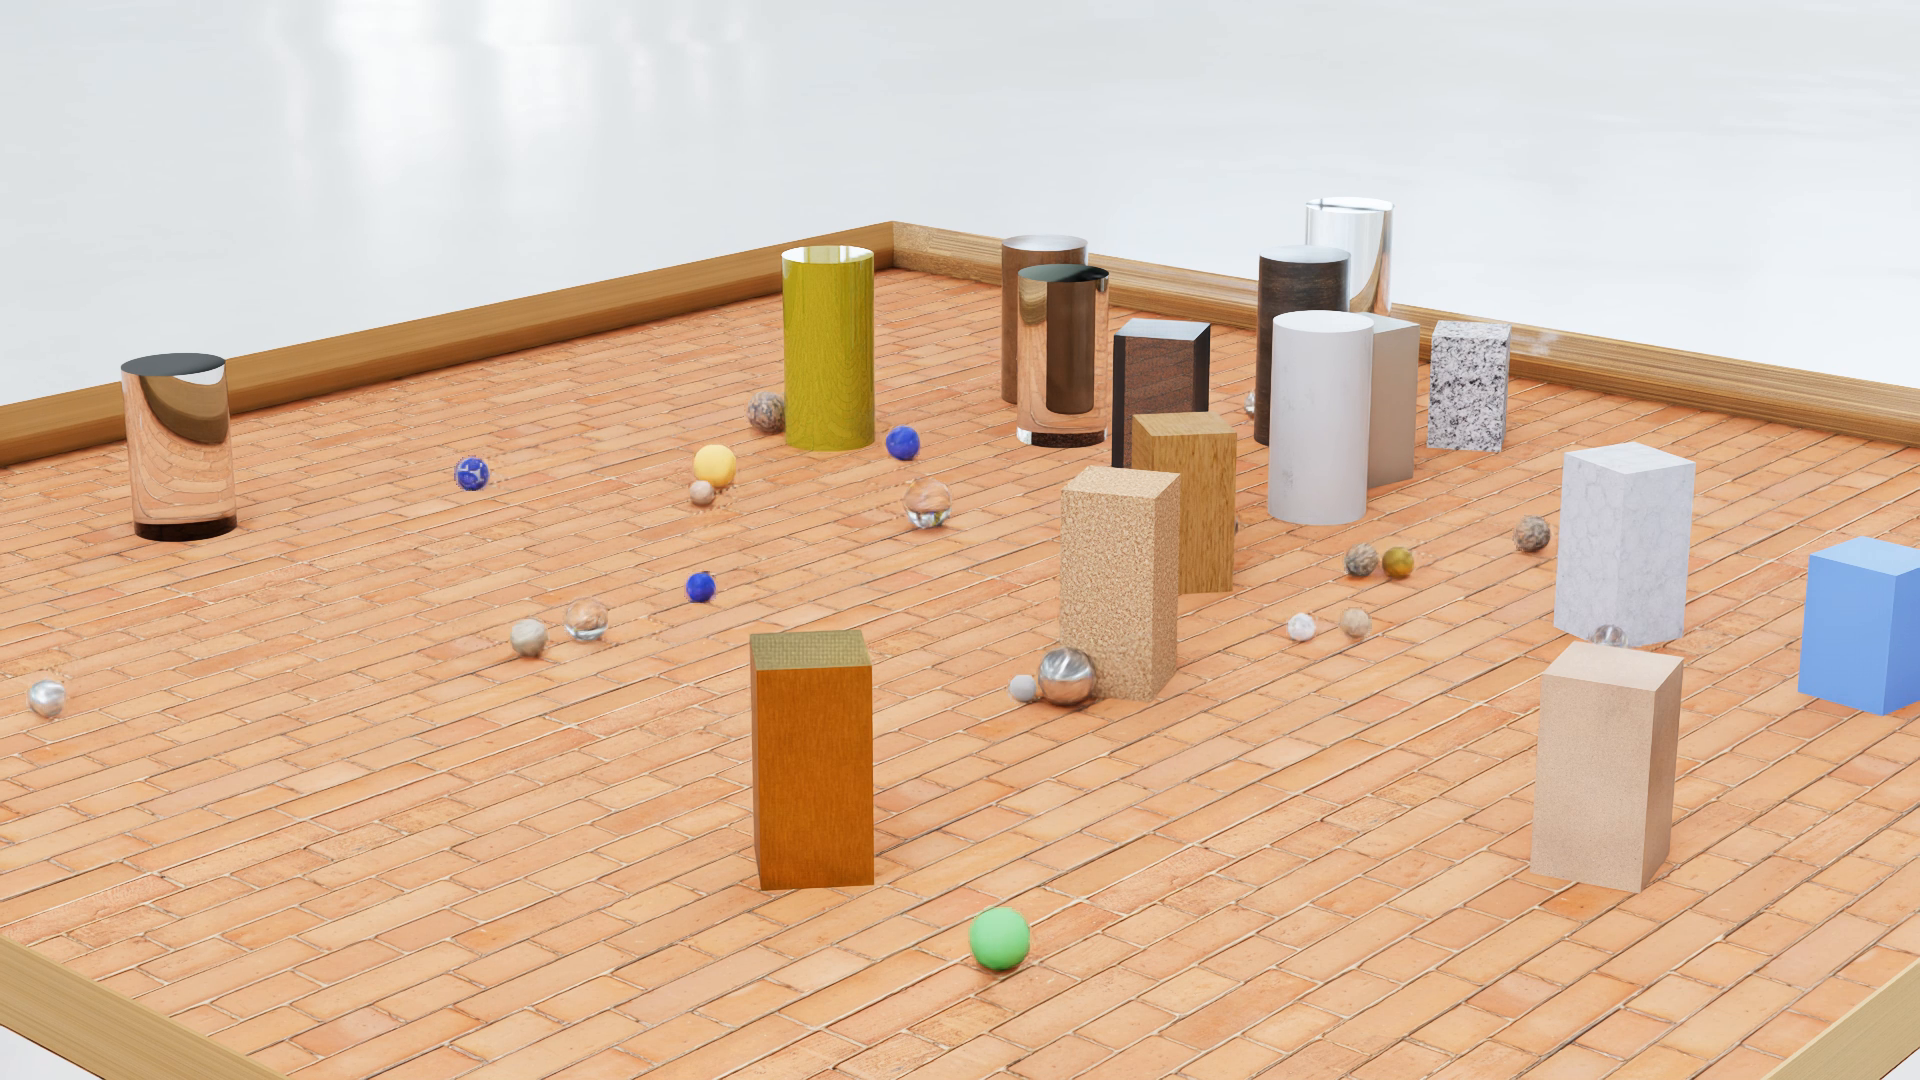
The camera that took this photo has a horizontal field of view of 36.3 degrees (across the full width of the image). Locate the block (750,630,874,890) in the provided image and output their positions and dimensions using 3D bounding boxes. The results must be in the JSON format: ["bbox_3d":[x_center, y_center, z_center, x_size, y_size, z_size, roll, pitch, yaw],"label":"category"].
[{"bbox_3d":[-0.199,0.293,3.931,0.151,0.310,0.151,-2,17,-7],"label":"block"}]

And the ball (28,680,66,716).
[{"bbox_3d":[-1.410,0.244,4.529,0.058,0.058,0.058,0,17,0],"label":"ball"}]

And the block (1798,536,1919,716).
[{"bbox_3d":[1.432,0.133,4.604,0.151,0.228,0.151,-15,22,-40],"label":"block"}]

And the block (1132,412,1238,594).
[{"bbox_3d":[0.391,-0.065,5.157,0.151,0.288,0.151,-3,17,-9],"label":"block"}]

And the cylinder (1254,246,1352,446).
[{"bbox_3d":[0.709,-0.400,6.081,0.189,0.393,0.189,0,17,0],"label":"cylinder"}]

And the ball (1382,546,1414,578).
[{"bbox_3d":[0.778,0.040,5.207,0.056,0.056,0.056,0,17,0],"label":"ball"}]

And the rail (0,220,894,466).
[{"bbox_3d":[-1.498,-0.346,6.366,0.045,0.122,4.073,14,22,39],"label":"rail"}]

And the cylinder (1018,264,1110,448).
[{"bbox_3d":[0.214,-0.384,6.104,0.189,0.349,0.189,0,17,0],"label":"cylinder"}]

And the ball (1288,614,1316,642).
[{"bbox_3d":[0.568,0.145,4.877,0.046,0.046,0.046,0,17,0],"label":"ball"}]

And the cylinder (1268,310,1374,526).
[{"bbox_3d":[0.683,-0.233,5.564,0.189,0.372,0.189,0,17,0],"label":"cylinder"}]

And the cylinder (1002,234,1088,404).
[{"bbox_3d":[0.185,-0.482,6.433,0.189,0.347,0.189,0,17,0],"label":"cylinder"}]

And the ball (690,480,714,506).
[{"bbox_3d":[-0.497,-0.091,5.657,0.048,0.048,0.048,0,17,0],"label":"ball"}]

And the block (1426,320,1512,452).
[{"bbox_3d":[1.057,-0.320,6.087,0.151,0.237,0.151,4,17,13],"label":"block"}]

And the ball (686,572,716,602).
[{"bbox_3d":[-0.449,0.082,5.076,0.053,0.053,0.053,0,17,0],"label":"ball"}]

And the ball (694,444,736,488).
[{"bbox_3d":[-0.482,-0.146,5.771,0.086,0.086,0.086,0,17,0],"label":"ball"}]

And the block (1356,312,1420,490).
[{"bbox_3d":[0.797,-0.276,5.810,0.151,0.313,0.151,-13,21,-37],"label":"block"}]

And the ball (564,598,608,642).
[{"bbox_3d":[-0.621,0.132,4.873,0.073,0.073,0.073,0,17,0],"label":"ball"}]

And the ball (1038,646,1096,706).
[{"bbox_3d":[0.167,0.213,4.574,0.092,0.092,0.092,0,17,0],"label":"ball"}]

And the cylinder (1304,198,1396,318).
[{"bbox_3d":[0.828,-0.494,6.288,0.189,0.453,0.189,0,17,0],"label":"cylinder"}]

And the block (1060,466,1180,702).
[{"bbox_3d":[0.253,0.068,4.636,0.151,0.333,0.151,6,18,18],"label":"block"}]

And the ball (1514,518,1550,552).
[{"bbox_3d":[1.046,-0.010,5.360,0.064,0.064,0.064,0,17,0],"label":"ball"}]

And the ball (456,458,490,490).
[{"bbox_3d":[-0.956,-0.129,5.754,0.064,0.064,0.064,0,17,0],"label":"ball"}]

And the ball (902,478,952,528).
[{"bbox_3d":[-0.060,-0.069,5.502,0.094,0.094,0.094,0,17,0],"label":"ball"}]

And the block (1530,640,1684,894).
[{"bbox_3d":[0.870,0.303,3.942,0.151,0.285,0.151,9,19,26],"label":"block"}]

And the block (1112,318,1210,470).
[{"bbox_3d":[0.376,-0.214,5.501,0.151,0.372,0.151,5,18,16],"label":"block"}]

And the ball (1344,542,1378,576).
[{"bbox_3d":[0.715,0.035,5.219,0.059,0.059,0.059,0,17,0],"label":"ball"}]

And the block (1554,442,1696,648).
[{"bbox_3d":[1.105,0.009,4.882,0.151,0.304,0.151,-9,19,-27],"label":"block"}]

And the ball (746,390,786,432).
[{"bbox_3d":[-0.409,-0.272,6.188,0.086,0.086,0.086,0,17,0],"label":"ball"}]

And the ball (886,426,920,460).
[{"bbox_3d":[-0.116,-0.198,5.971,0.071,0.071,0.071,0,17,0],"label":"ball"}]

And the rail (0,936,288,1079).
[{"bbox_3d":[-1.320,0.470,3.666,4.014,0.122,0.045,14,22,39],"label":"rail"}]

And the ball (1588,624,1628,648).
[{"bbox_3d":[1.055,0.168,4.775,0.062,0.062,0.062,0,17,0],"label":"ball"}]

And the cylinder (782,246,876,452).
[{"bbox_3d":[-0.271,-0.398,6.073,0.189,0.393,0.189,0,17,0],"label":"cylinder"}]

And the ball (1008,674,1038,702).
[{"bbox_3d":[0.099,0.232,4.594,0.044,0.044,0.044,0,17,0],"label":"ball"}]

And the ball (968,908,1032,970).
[{"bbox_3d":[0.050,0.498,3.656,0.077,0.077,0.077,0,17,0],"label":"ball"}]

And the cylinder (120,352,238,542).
[{"bbox_3d":[-1.456,-0.174,5.469,0.189,0.315,0.189,0,17,0],"label":"cylinder"}]

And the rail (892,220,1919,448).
[{"bbox_3d":[1.320,-0.409,6.576,4.014,0.122,0.045,14,22,39],"label":"rail"}]

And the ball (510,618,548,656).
[{"bbox_3d":[-0.707,0.159,4.803,0.062,0.062,0.062,0,17,0],"label":"ball"}]

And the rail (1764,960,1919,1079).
[{"bbox_3d":[1.498,0.407,3.876,0.045,0.122,4.073,14,22,39],"label":"rail"}]

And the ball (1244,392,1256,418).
[{"bbox_3d":[0.639,-0.288,6.284,0.062,0.062,0.062,0,17,0],"label":"ball"}]

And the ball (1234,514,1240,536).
[{"bbox_3d":[0.487,-0.029,5.429,0.060,0.060,0.060,0,17,0],"label":"ball"}]

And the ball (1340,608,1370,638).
[{"bbox_3d":[0.659,0.140,4.891,0.049,0.049,0.049,0,17,0],"label":"ball"}]
